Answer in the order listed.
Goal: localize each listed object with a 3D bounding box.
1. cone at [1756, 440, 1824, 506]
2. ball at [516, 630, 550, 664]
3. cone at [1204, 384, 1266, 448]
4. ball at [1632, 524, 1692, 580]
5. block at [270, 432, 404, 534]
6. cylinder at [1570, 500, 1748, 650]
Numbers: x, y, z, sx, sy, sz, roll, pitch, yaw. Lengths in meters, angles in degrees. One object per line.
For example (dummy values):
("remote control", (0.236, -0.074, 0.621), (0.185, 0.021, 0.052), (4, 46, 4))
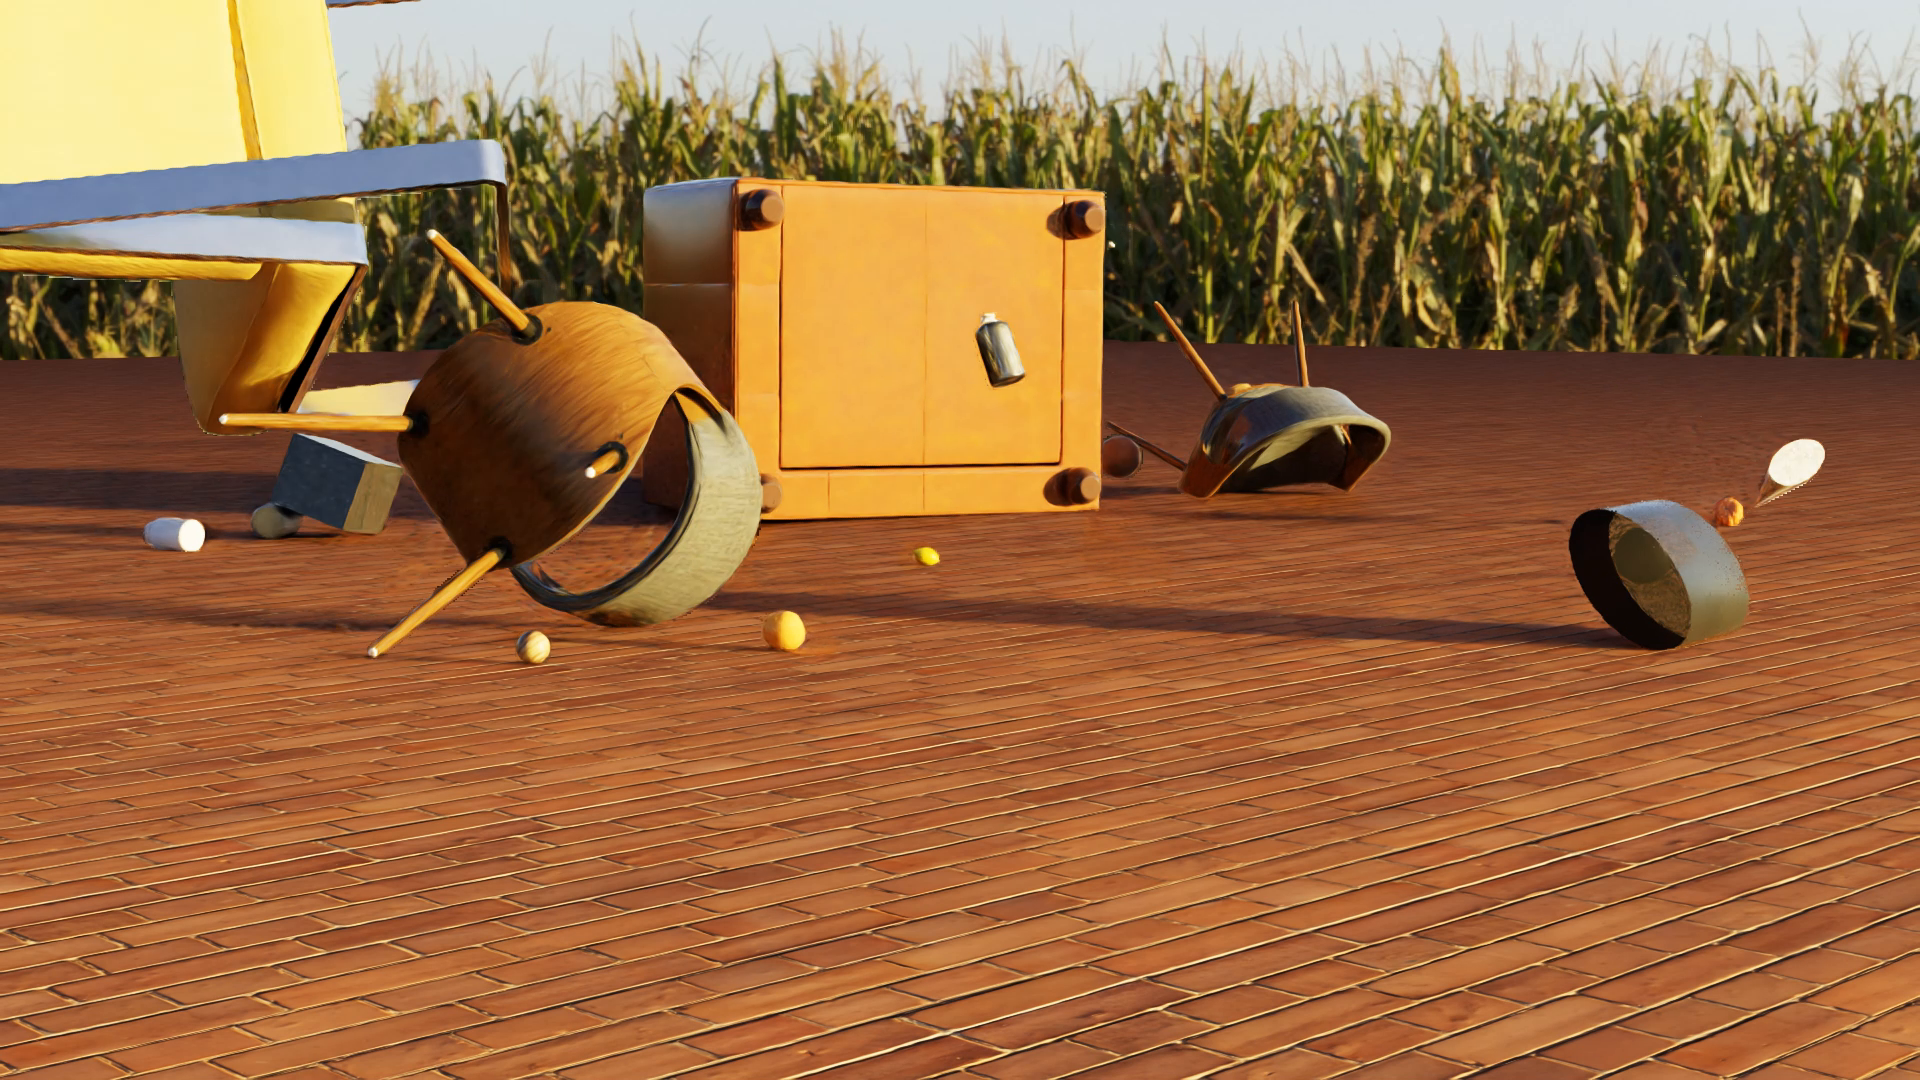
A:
("cone", (2.104, -0.144, 6.616), (0.239, 0.103, 0.197), (-30, -19, -36))
("ball", (-0.726, 0.183, 4.361), (0.057, 0.057, 0.057), (0, 6, 0))
("cone", (0.902, -0.339, 8.026), (0.153, 0.228, 0.249), (22, 17, -33))
("ball", (1.524, 0.025, 5.571), (0.123, 0.123, 0.123), (0, 6, 0))
("block", (-1.568, -0.141, 6.465), (0.212, 0.181, 0.213), (21, 2, 13))
("cylinder", (1.268, 0.060, 4.650), (0.261, 0.291, 0.171), (-7, -33, -51))
